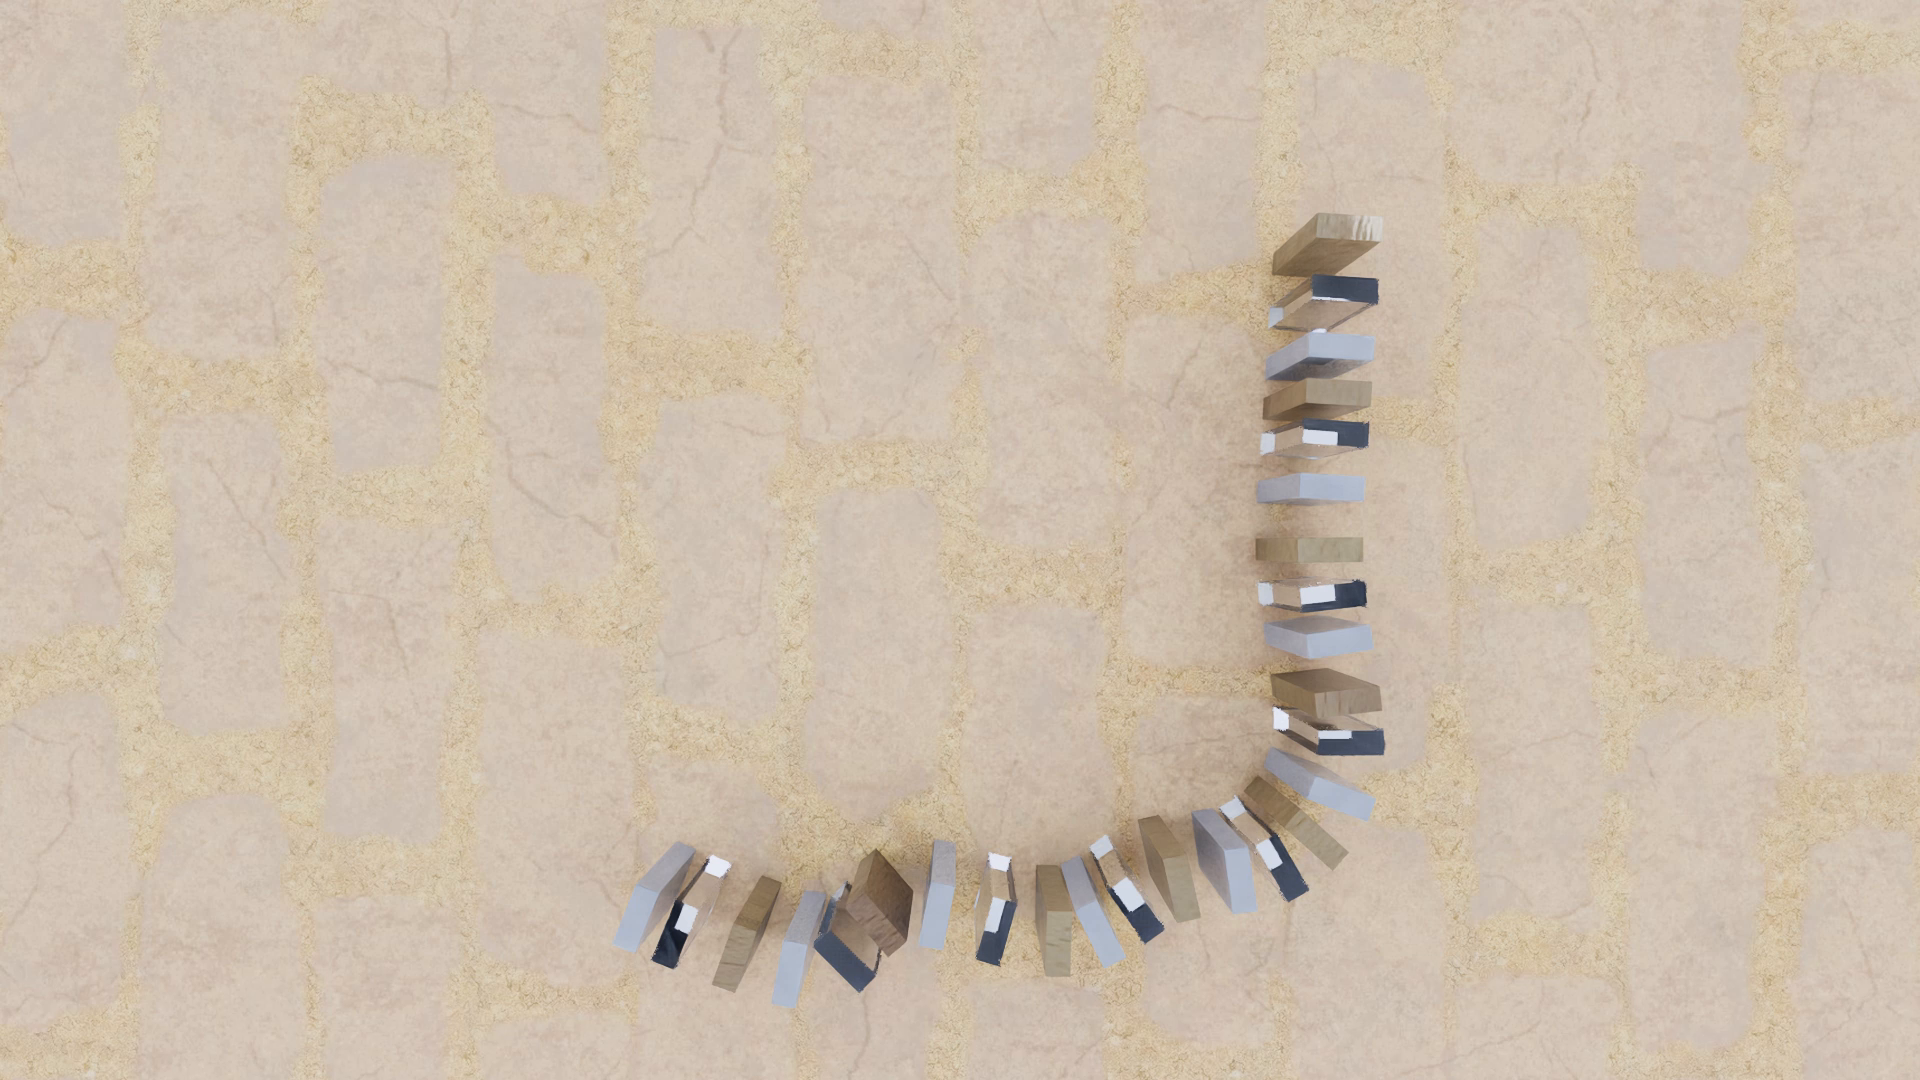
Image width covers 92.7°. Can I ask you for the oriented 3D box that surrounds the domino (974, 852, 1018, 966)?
[{"bbox_3d":[0.014,0.150,0.375,0.010,0.050,0.025,16,90,0],"label":"domino"}]

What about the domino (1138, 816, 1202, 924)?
[{"bbox_3d":[0.085,0.133,0.375,0.010,0.050,0.025,-13,90,0],"label":"domino"}]

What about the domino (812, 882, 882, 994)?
[{"bbox_3d":[-0.044,0.161,0.375,0.010,0.050,0.025,-45,90,0],"label":"domino"}]

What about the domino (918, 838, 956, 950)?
[{"bbox_3d":[-0.009,0.144,0.375,0.009,0.050,0.025,11,90,0],"label":"domino"}]

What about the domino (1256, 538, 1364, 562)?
[{"bbox_3d":[0.142,0.004,0.375,0.025,0.050,0.009,-1,90,0],"label":"domino"}]

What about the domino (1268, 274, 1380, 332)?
[{"bbox_3d":[0.147,-0.096,0.375,0.025,0.050,0.010,4,90,0],"label":"domino"}]

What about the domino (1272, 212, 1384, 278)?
[{"bbox_3d":[0.149,-0.120,0.375,0.025,0.050,0.009,4,90,0],"label":"domino"}]

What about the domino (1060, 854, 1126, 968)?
[{"bbox_3d":[0.054,0.151,0.375,0.009,0.050,0.025,-27,90,0],"label":"domino"}]

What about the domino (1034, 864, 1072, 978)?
[{"bbox_3d":[0.038,0.154,0.375,0.010,0.050,0.025,1,90,0],"label":"domino"}]

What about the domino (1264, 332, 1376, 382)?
[{"bbox_3d":[0.146,-0.074,0.375,0.025,0.050,0.010,4,90,0],"label":"domino"}]

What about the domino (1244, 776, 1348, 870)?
[{"bbox_3d":[0.136,0.115,0.375,0.025,0.050,0.009,42,90,0],"label":"domino"}]

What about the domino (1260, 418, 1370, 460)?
[{"bbox_3d":[0.144,-0.041,0.375,0.025,0.050,0.009,4,90,0],"label":"domino"}]

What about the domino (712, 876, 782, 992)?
[{"bbox_3d":[-0.086,0.160,0.375,0.009,0.050,0.025,20,90,0],"label":"domino"}]

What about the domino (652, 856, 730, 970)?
[{"bbox_3d":[-0.109,0.151,0.375,0.010,0.050,0.025,22,90,0],"label":"domino"}]

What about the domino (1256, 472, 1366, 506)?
[{"bbox_3d":[0.142,-0.020,0.375,0.025,0.050,0.009,3,90,0],"label":"domino"}]

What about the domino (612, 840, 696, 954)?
[{"bbox_3d":[-0.124,0.145,0.375,0.009,0.050,0.025,22,90,0],"label":"domino"}]

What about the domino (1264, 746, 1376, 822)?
[{"bbox_3d":[0.146,0.099,0.375,0.025,0.050,0.009,21,90,0],"label":"domino"}]

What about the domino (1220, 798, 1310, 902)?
[{"bbox_3d":[0.123,0.125,0.375,0.010,0.050,0.025,-30,90,0],"label":"domino"}]

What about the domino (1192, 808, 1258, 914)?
[{"bbox_3d":[0.107,0.130,0.375,0.010,0.050,0.025,-8,90,0],"label":"domino"}]

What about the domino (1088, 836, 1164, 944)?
[{"bbox_3d":[0.067,0.141,0.375,0.010,0.050,0.025,-35,90,0],"label":"domino"}]

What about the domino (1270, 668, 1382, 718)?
[{"bbox_3d":[0.148,0.062,0.375,0.025,0.050,0.010,-7,90,0],"label":"domino"}]

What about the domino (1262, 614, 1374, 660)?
[{"bbox_3d":[0.145,0.039,0.375,0.025,0.050,0.009,-9,90,0],"label":"domino"}]

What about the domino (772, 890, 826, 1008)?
[{"bbox_3d":[-0.065,0.166,0.375,0.010,0.050,0.025,11,90,0],"label":"domino"}]

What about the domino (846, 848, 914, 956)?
[{"bbox_3d":[-0.032,0.147,0.375,0.009,0.050,0.025,-41,90,0],"label":"domino"}]

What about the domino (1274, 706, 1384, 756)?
[{"bbox_3d":[0.150,0.078,0.375,0.025,0.050,0.010,0,90,0],"label":"domino"}]

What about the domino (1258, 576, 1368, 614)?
[{"bbox_3d":[0.143,0.022,0.375,0.025,0.050,0.010,-7,90,0],"label":"domino"}]

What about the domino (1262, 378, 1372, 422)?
[{"bbox_3d":[0.145,-0.057,0.375,0.025,0.050,0.010,3,90,0],"label":"domino"}]
